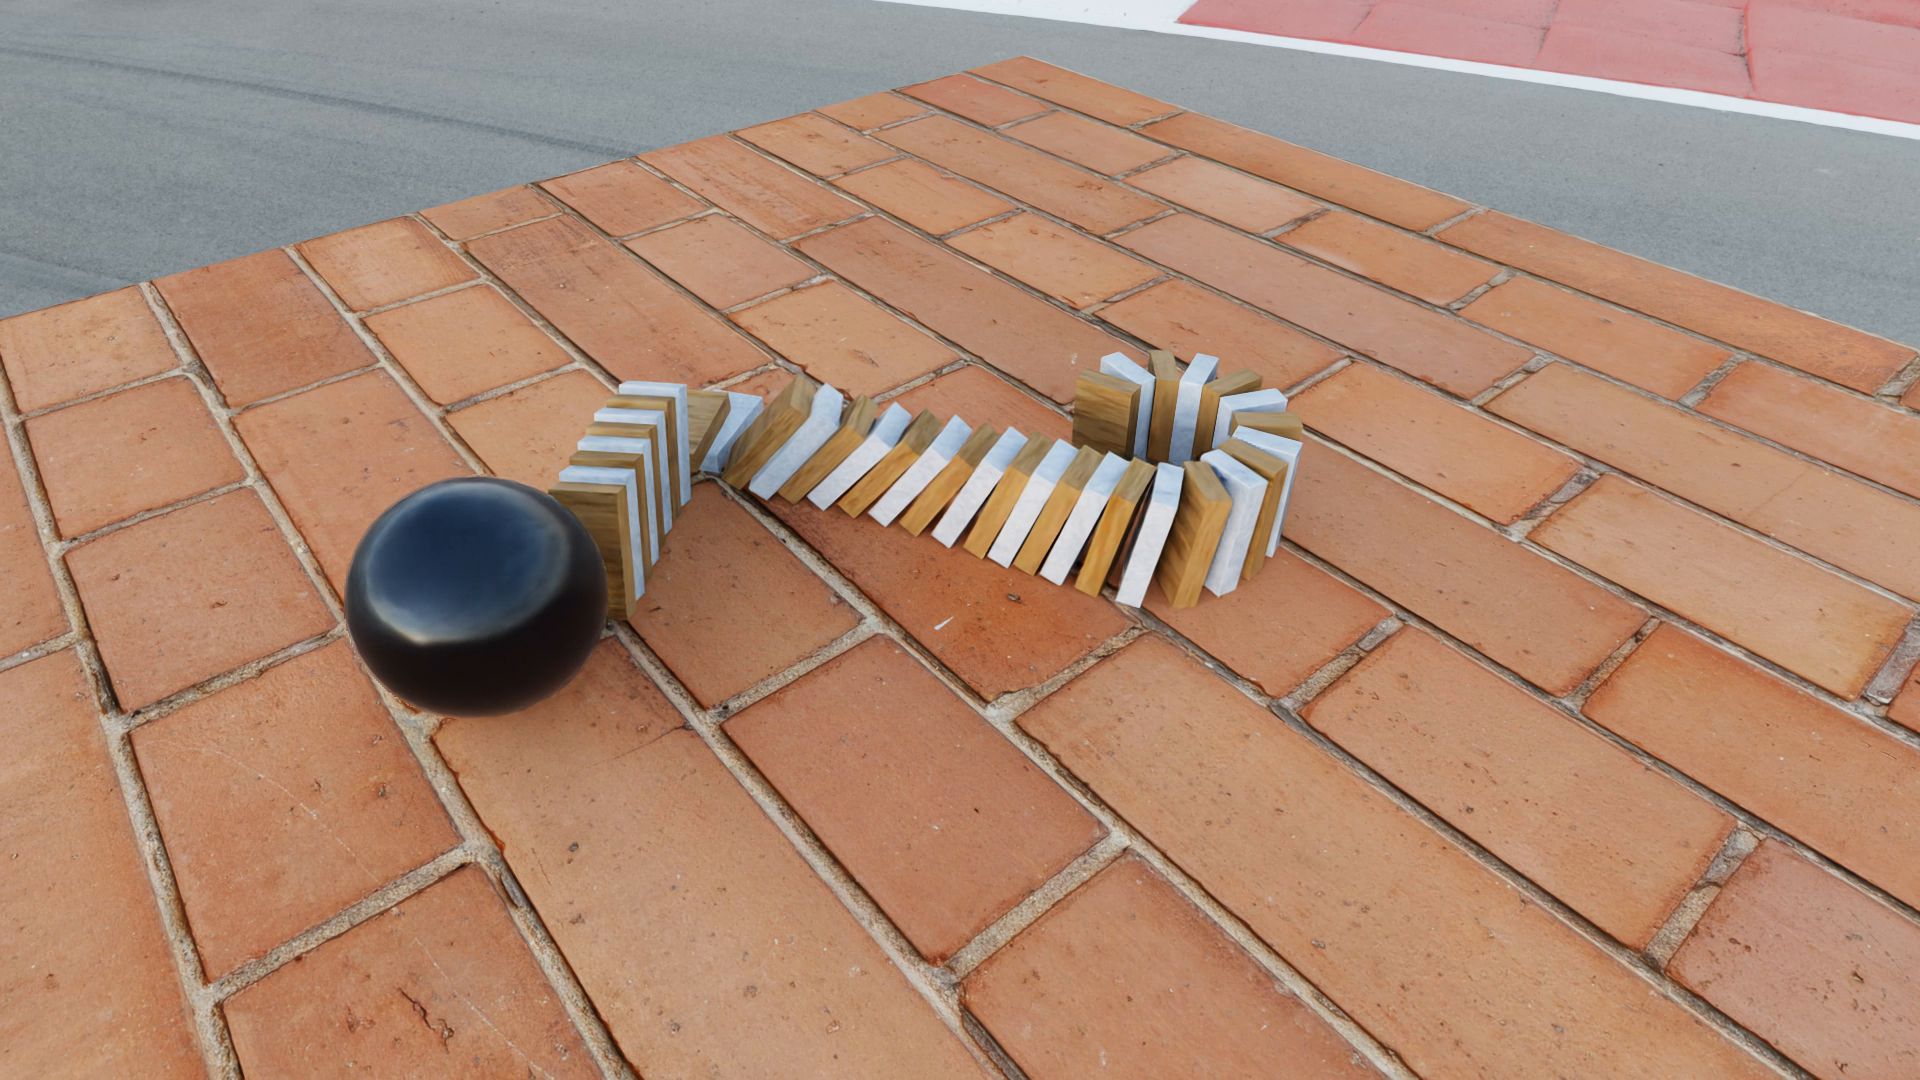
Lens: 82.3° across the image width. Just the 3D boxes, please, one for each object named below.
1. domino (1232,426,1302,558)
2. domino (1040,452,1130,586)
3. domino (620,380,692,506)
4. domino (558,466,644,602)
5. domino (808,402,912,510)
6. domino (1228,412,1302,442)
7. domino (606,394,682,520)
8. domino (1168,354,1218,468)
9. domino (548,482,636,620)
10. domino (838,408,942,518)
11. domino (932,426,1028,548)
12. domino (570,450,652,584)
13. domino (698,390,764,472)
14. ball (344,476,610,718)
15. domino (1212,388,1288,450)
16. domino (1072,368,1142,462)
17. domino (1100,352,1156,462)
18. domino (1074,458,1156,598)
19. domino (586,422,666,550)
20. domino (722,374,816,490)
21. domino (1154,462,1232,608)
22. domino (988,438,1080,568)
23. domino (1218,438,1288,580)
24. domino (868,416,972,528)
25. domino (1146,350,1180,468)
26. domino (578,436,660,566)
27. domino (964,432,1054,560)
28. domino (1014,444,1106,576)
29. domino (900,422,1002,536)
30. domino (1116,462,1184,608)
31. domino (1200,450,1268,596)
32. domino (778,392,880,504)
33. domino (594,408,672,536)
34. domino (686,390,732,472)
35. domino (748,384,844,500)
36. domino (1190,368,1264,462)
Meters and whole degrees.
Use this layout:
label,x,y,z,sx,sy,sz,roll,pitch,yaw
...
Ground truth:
label,x,y,z,sx,sy,sz,roll,pitch,yaw
domino,0.117,-0.019,0.434,0.025,0.050,0.010,19,43,22
domino,0.048,-0.008,0.420,0.009,0.050,0.025,31,46,7
domino,-0.127,-0.040,0.461,0.025,0.050,0.009,5,20,5
domino,-0.134,-0.002,0.414,0.025,0.050,0.009,4,21,4
domino,-0.042,-0.035,0.458,0.010,0.050,0.025,42,41,-13
domino,0.120,-0.028,0.446,0.025,0.050,0.009,1,39,1
domino,-0.130,-0.034,0.453,0.025,0.050,0.010,4,20,5
domino,0.100,-0.052,0.475,0.010,0.050,0.025,17,42,20
domino,-0.135,0.004,0.406,0.025,0.050,0.010,4,21,4
domino,-0.029,-0.031,0.453,0.009,0.050,0.025,42,43,-10
domino,0.008,-0.021,0.437,0.009,0.050,0.025,37,46,1
domino,-0.133,-0.008,0.421,0.025,0.050,0.009,4,21,4
domino,-0.112,-0.051,0.505,0.025,0.010,0.050,10,40,12
ball,-0.158,0.019,0.365,0.080,0.080,0.080,0,39,0
domino,0.118,-0.037,0.457,0.025,0.050,0.010,-11,41,-13
domino,0.061,-0.046,0.467,0.025,0.050,0.010,22,44,25
domino,0.070,-0.053,0.476,0.010,0.050,0.025,-21,44,-23
domino,0.059,-0.004,0.416,0.009,0.050,0.025,26,45,11
domino,-0.132,-0.021,0.437,0.025,0.050,0.010,4,21,4
domino,-0.082,-0.046,0.473,0.010,0.050,0.025,35,32,-25
domino,0.086,-0.002,0.413,0.009,0.050,0.025,-1,39,-14
domino,0.028,-0.014,0.428,0.010,0.050,0.025,33,46,5
domino,0.109,-0.012,0.426,0.025,0.050,0.009,32,46,33
domino,-0.016,-0.028,0.448,0.010,0.050,0.025,41,44,-7
domino,0.086,-0.054,0.478,0.010,0.050,0.025,1,39,1
domino,-0.133,-0.015,0.429,0.025,0.050,0.009,4,21,4
domino,0.019,-0.017,0.432,0.009,0.050,0.025,34,46,5
domino,0.038,-0.011,0.425,0.009,0.050,0.025,32,46,6
domino,-0.004,-0.024,0.443,0.009,0.050,0.025,40,46,-3
domino,0.071,-0.002,0.413,0.010,0.050,0.025,17,41,5
domino,0.099,-0.006,0.419,0.009,0.050,0.025,-18,42,-30
domino,-0.056,-0.038,0.463,0.009,0.050,0.025,39,37,-19
domino,-0.132,-0.027,0.445,0.025,0.050,0.009,4,21,4
domino,-0.122,-0.049,0.489,0.025,0.010,0.050,5,40,6
domino,-0.070,-0.042,0.467,0.009,0.050,0.025,35,31,-25
domino,0.112,-0.046,0.468,0.025,0.050,0.009,-24,45,-26
